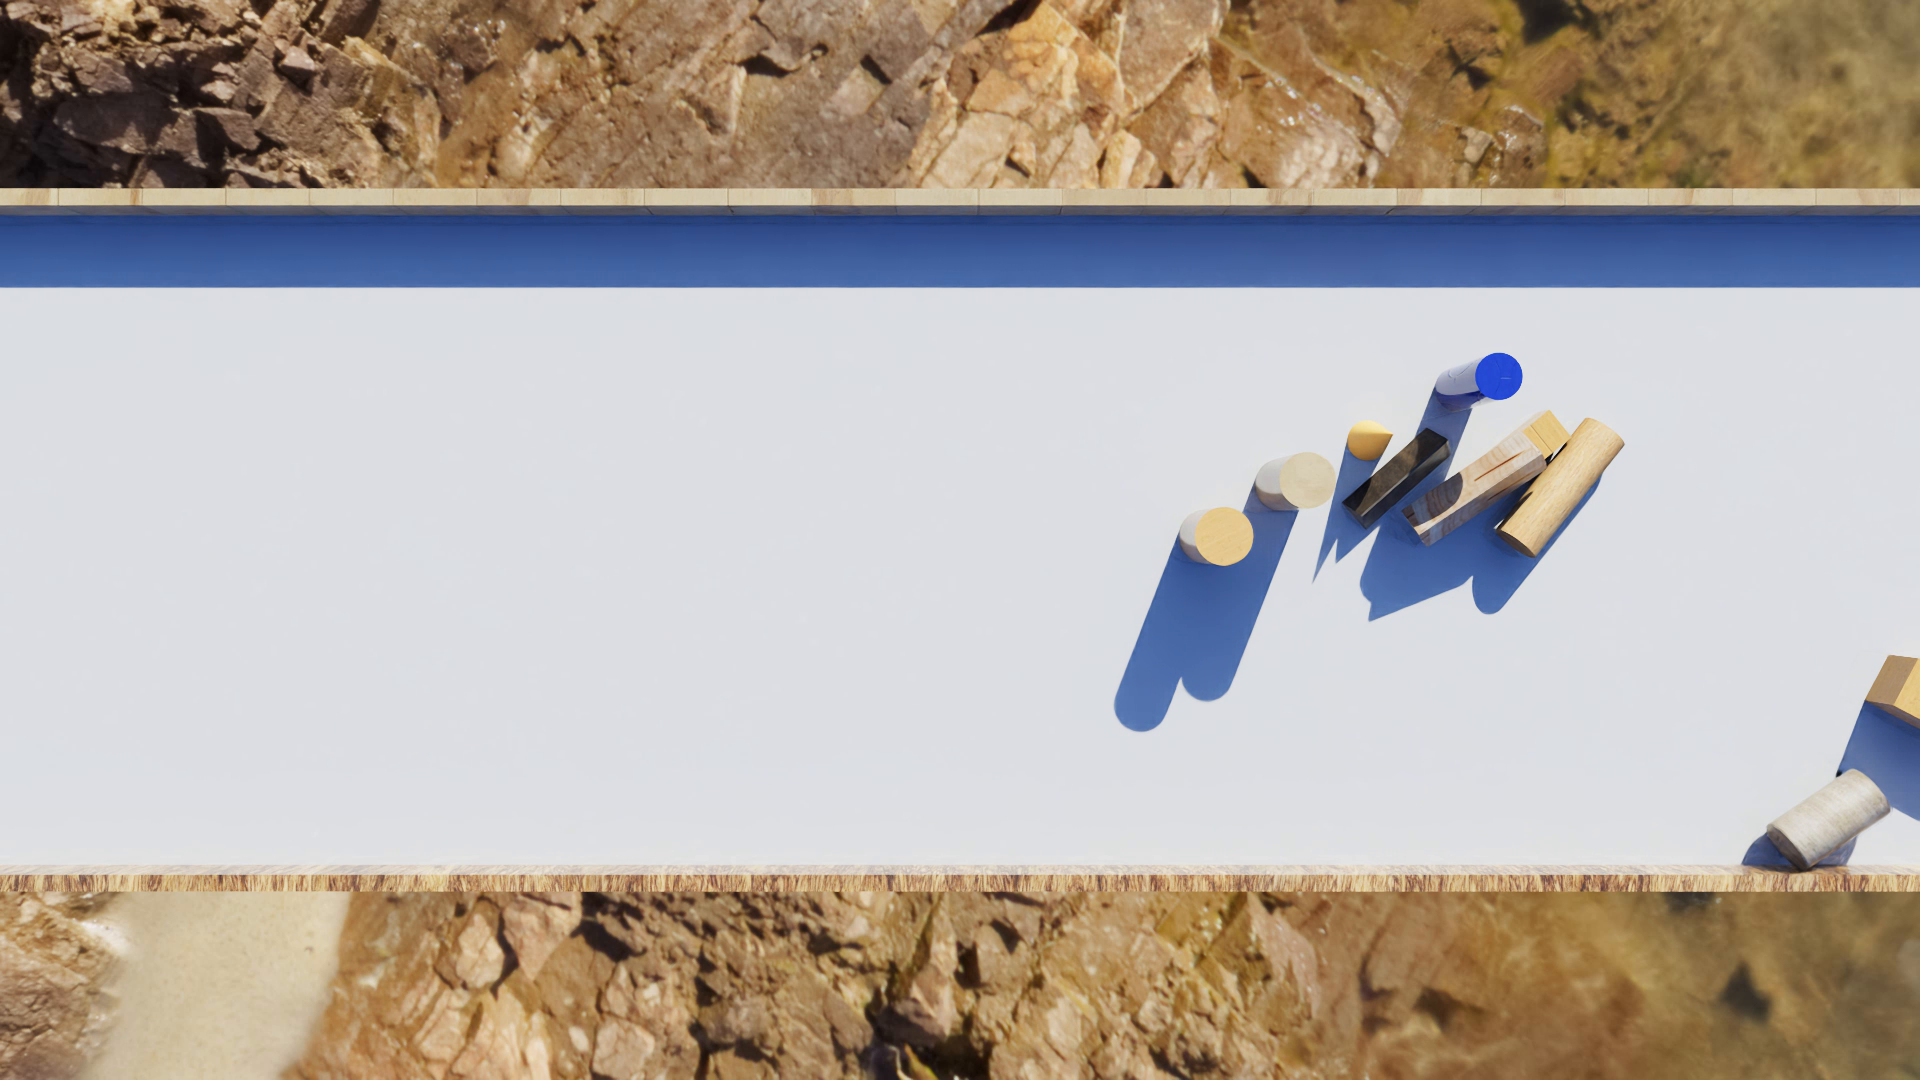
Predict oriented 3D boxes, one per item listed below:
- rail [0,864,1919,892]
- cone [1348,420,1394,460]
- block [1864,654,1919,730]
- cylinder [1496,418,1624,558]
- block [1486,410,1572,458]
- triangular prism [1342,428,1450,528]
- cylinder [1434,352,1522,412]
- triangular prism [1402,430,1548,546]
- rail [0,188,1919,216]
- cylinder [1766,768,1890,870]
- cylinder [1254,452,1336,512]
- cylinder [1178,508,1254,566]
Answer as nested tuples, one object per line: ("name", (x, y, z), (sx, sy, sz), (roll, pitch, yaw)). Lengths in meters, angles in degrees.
("rail", (-2.247, 1.025, 5.001), (12.000, 0.150, 0.050), (0, 90, 0))
("cone", (1.255, -0.306, 4.925), (0.125, 0.302, 0.125), (0, 90, 0))
("block", (2.995, 0.515, 4.997), (0.395, 0.158, 0.158), (28, 90, 0))
("cylinder", (1.820, -0.158, 5.006), (0.142, 0.142, 0.433), (39, 90, 0))
("block", (1.689, -0.254, 5.023), (0.311, 0.107, 0.107), (-39, 90, 0))
("triangular prism", (1.342, -0.188, 5.026), (0.348, 0.095, 0.110), (-42, 90, 0))
("cylinder", (1.529, -0.464, 4.877), (0.136, 0.399, 0.136), (0, 90, 0))
("triangular prism", (1.539, -0.145, 4.912), (0.421, 0.117, 0.135), (-35, 91, 11))
("rail", (-2.247, -1.025, 5.002), (12.000, 0.150, 0.050), (0, 90, 0))
("cylinder", (2.628, 0.847, 4.994), (0.304, 0.165, 0.165), (-34, 90, 0))
("cylinder", (0.988, -0.170, 4.881), (0.162, 0.391, 0.162), (0, 90, 0))
("cylinder", (0.757, -0.011, 4.903), (0.168, 0.346, 0.168), (0, 90, 0))
